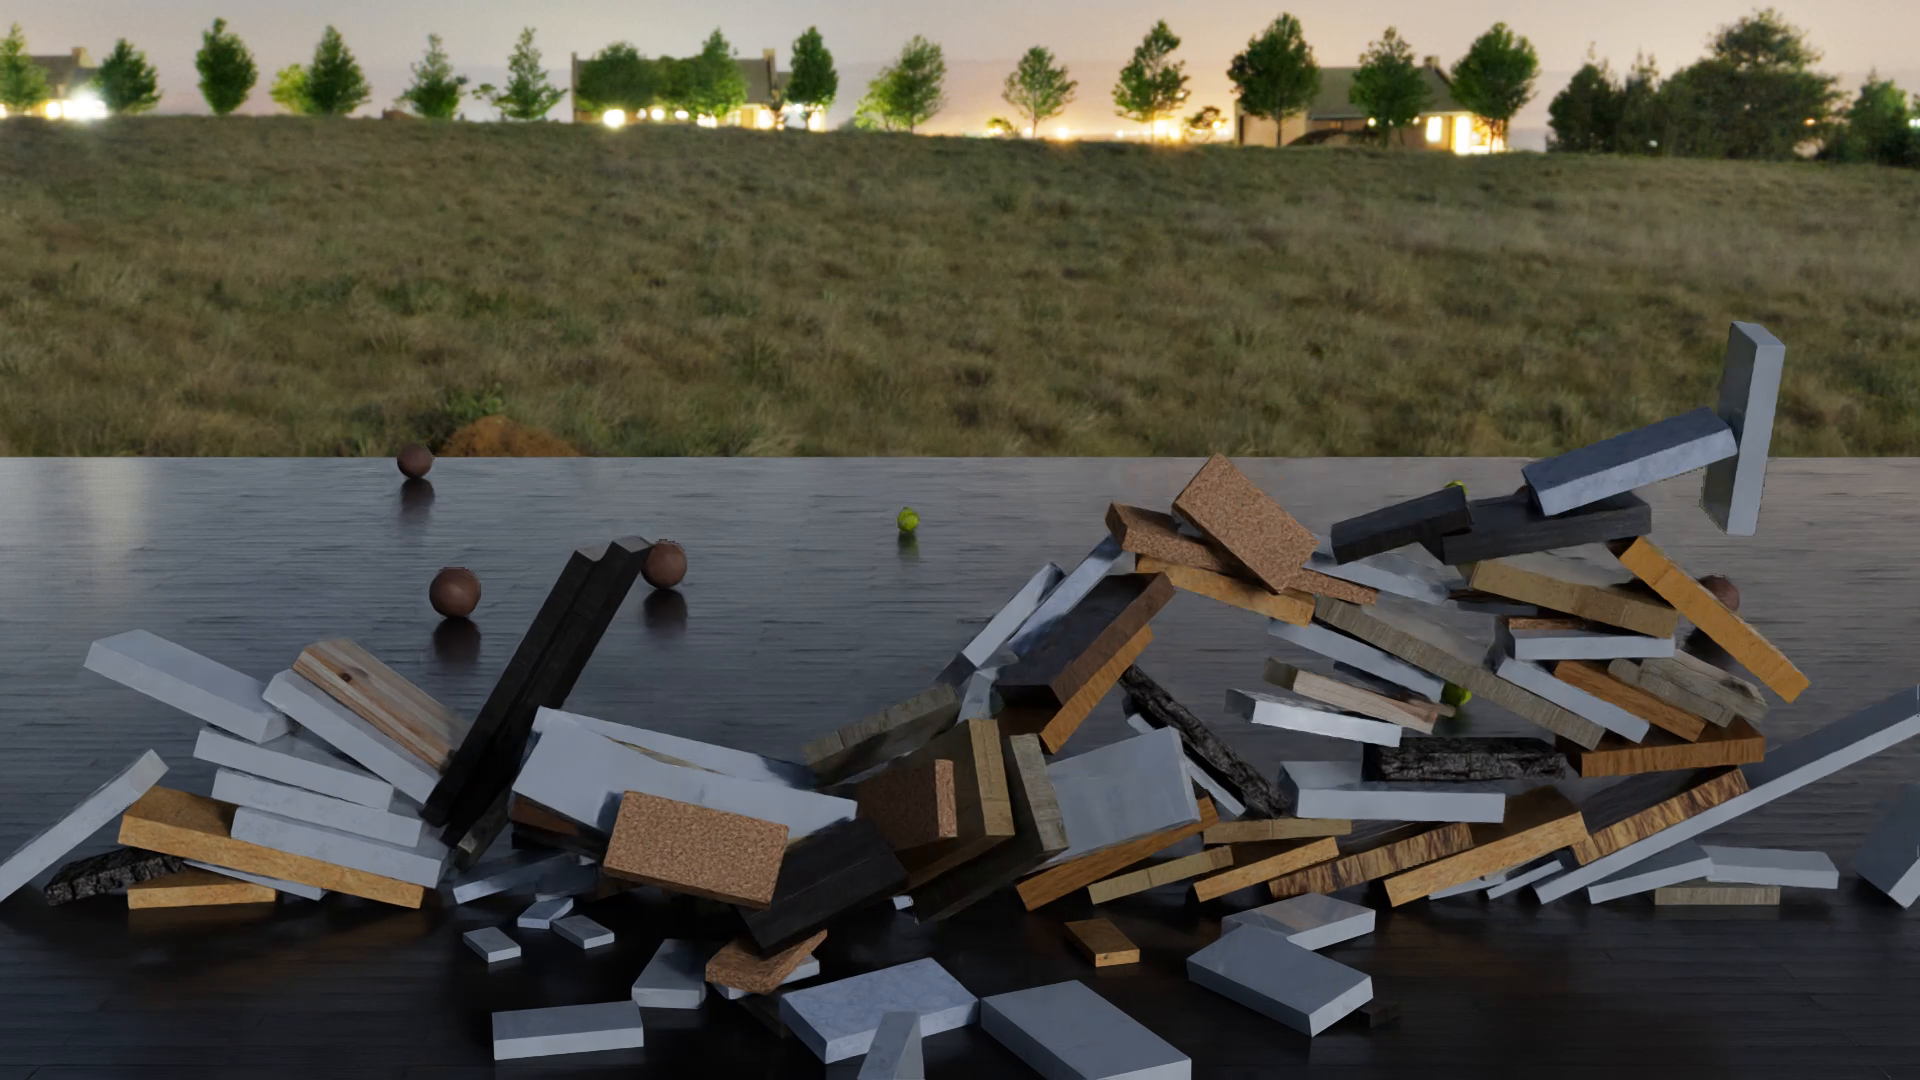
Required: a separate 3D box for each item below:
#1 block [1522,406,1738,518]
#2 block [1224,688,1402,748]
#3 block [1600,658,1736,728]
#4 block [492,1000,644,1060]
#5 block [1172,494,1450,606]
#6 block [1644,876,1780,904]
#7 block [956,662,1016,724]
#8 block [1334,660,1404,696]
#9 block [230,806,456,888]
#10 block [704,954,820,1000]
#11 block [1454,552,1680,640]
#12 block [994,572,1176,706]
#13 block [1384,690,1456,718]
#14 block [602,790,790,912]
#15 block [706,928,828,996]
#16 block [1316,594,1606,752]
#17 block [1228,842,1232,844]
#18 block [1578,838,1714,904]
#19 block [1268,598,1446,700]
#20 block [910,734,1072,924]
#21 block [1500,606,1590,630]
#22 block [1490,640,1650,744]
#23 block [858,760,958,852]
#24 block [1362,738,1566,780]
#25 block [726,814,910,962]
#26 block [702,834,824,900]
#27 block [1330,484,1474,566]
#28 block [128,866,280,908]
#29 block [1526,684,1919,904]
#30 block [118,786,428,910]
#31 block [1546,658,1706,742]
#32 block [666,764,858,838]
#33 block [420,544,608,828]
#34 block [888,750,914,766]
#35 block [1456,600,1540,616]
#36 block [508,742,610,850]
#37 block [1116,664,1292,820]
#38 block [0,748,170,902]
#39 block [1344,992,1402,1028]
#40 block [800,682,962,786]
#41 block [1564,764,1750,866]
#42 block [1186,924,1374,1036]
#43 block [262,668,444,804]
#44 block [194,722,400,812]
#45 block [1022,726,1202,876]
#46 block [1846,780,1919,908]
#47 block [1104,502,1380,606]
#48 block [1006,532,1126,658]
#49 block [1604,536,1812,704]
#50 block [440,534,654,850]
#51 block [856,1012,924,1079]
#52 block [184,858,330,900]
[{"bbox_3d":[1.067,-0.126,3.517,0.308,0.044,0.154,-19,14,10],"label":"block"},{"bbox_3d":[0.584,0.294,3.644,0.261,0.037,0.131,11,2,-14],"label":"block"},{"bbox_3d":[1.165,0.232,3.634,0.216,0.031,0.108,26,18,0],"label":"block"},{"bbox_3d":[-0.550,0.685,3.079,0.203,0.028,0.099,-2,11,-13],"label":"block"},{"bbox_3d":[0.571,0.017,3.595,0.455,0.031,0.110,15,17,-6],"label":"block"},{"bbox_3d":[1.245,0.576,3.664,0.205,0.029,0.103,0,11,0],"label":"block"},{"bbox_3d":[0.067,0.260,3.575,0.032,0.112,0.223,25,14,23],"label":"block"},{"bbox_3d":[0.690,0.225,3.697,0.118,0.017,0.059,24,18,16],"label":"block"},{"bbox_3d":[-1.011,0.487,3.637,0.338,0.048,0.169,15,9,-4],"label":"block"},{"bbox_3d":[-0.291,0.632,3.232,0.150,0.021,0.075,-10,21,-32],"label":"block"},{"bbox_3d":[0.978,0.071,3.571,0.336,0.048,0.168,15,16,-2],"label":"block"},{"bbox_3d":[0.199,0.156,3.483,0.292,0.041,0.146,-42,20,-30],"label":"block"},{"bbox_3d":[0.775,0.272,3.697,0.118,0.017,0.059,18,1,14],"label":"block"},{"bbox_3d":[-0.384,0.452,3.207,0.247,0.123,0.035,13,-30,0],"label":"block"},{"bbox_3d":[-0.283,0.604,3.242,0.099,0.028,0.199,9,19,21],"label":"block"},{"bbox_3d":[0.825,0.197,3.642,0.498,0.041,0.146,26,18,3],"label":"block"},{"bbox_3d":[0.424,0.525,3.926,0.121,0.034,0.242,2,11,12],"label":"block"},{"bbox_3d":[1.133,0.550,3.658,0.205,0.029,0.103,-15,10,2],"label":"block"},{"bbox_3d":[0.664,0.168,3.681,0.299,0.042,0.149,21,18,2],"label":"block"},{"bbox_3d":[0.024,0.439,3.318,0.050,0.176,0.353,-3,-23,-36],"label":"block"},{"bbox_3d":[0.954,0.127,3.591,0.130,0.018,0.065,-1,16,0],"label":"block"},{"bbox_3d":[1.001,0.241,3.618,0.257,0.036,0.129,26,18,1],"label":"block"},{"bbox_3d":[-0.081,0.403,3.297,0.032,0.112,0.223,6,-17,-33],"label":"block"},{"bbox_3d":[0.832,0.362,3.645,0.299,0.042,0.149,0,5,-2],"label":"block"},{"bbox_3d":[-0.212,0.511,3.245,0.247,0.035,0.123,-24,56,-23],"label":"block"},{"bbox_3d":[-0.262,0.488,3.309,0.256,0.075,0.021,-5,-31,-8],"label":"block"},{"bbox_3d":[0.706,-0.024,3.524,0.220,0.031,0.110,-18,17,14],"label":"block"},{"bbox_3d":[-1.255,0.573,3.669,0.231,0.033,0.116,-2,11,-9],"label":"block"},{"bbox_3d":[1.374,0.375,3.639,0.942,0.031,0.108,-25,10,3],"label":"block"},{"bbox_3d":[-1.120,0.507,3.639,0.486,0.048,0.169,14,9,-8],"label":"block"},{"bbox_3d":[1.090,0.240,3.622,0.257,0.036,0.129,25,18,-1],"label":"block"},{"bbox_3d":[-0.347,0.456,3.362,0.353,0.176,0.050,11,-23,0],"label":"block"},{"bbox_3d":[-0.724,0.239,3.616,0.036,0.516,0.126,32,8,5],"label":"block"},{"bbox_3d":[-0.017,0.447,3.876,0.044,0.155,0.310,12,6,39],"label":"block"},{"bbox_3d":[0.883,0.104,3.607,0.130,0.018,0.065,3,15,17],"label":"block"},{"bbox_3d":[-0.535,0.398,3.325,0.260,0.130,0.037,13,-23,9],"label":"block"},{"bbox_3d":[0.379,0.312,3.581,0.371,0.037,0.131,41,2,-18],"label":"block"},{"bbox_3d":[-1.475,0.479,3.649,0.320,0.045,0.160,-36,11,3],"label":"block"},{"bbox_3d":[0.499,0.655,3.261,0.072,0.020,0.328,-9,14,-41],"label":"block"},{"bbox_3d":[-0.117,0.312,3.515,0.258,0.034,0.121,-23,-26,1],"label":"block"},{"bbox_3d":[1.144,0.439,3.671,0.299,0.042,0.149,-25,10,4],"label":"block"},{"bbox_3d":[0.464,0.640,3.214,0.126,0.036,0.253,-23,23,-32],"label":"block"},{"bbox_3d":[-0.986,0.318,3.653,0.319,0.045,0.159,33,6,2],"label":"block"},{"bbox_3d":[-1.083,0.360,3.638,0.320,0.045,0.160,17,8,-6],"label":"block"},{"bbox_3d":[0.164,0.431,3.487,0.422,0.149,0.042,-20,-21,21],"label":"block"},{"bbox_3d":[1.983,0.003,3.581,0.044,1.477,0.154,38,7,-8],"label":"block"},{"bbox_3d":[0.461,0.023,3.593,0.443,0.036,0.127,13,18,-14],"label":"block"},{"bbox_3d":[0.182,0.085,3.638,0.036,0.254,0.127,44,12,2],"label":"block"},{"bbox_3d":[1.208,0.106,3.592,0.383,0.048,0.168,38,14,-9],"label":"block"},{"bbox_3d":[-0.685,0.253,3.654,0.037,0.587,0.130,32,9,5],"label":"block"},{"bbox_3d":[-0.093,0.708,2.602,0.044,0.155,0.393,-3,10,8],"label":"block"},{"bbox_3d":[-1.154,0.536,3.657,0.231,0.033,0.116,16,9,1],"label":"block"}]
